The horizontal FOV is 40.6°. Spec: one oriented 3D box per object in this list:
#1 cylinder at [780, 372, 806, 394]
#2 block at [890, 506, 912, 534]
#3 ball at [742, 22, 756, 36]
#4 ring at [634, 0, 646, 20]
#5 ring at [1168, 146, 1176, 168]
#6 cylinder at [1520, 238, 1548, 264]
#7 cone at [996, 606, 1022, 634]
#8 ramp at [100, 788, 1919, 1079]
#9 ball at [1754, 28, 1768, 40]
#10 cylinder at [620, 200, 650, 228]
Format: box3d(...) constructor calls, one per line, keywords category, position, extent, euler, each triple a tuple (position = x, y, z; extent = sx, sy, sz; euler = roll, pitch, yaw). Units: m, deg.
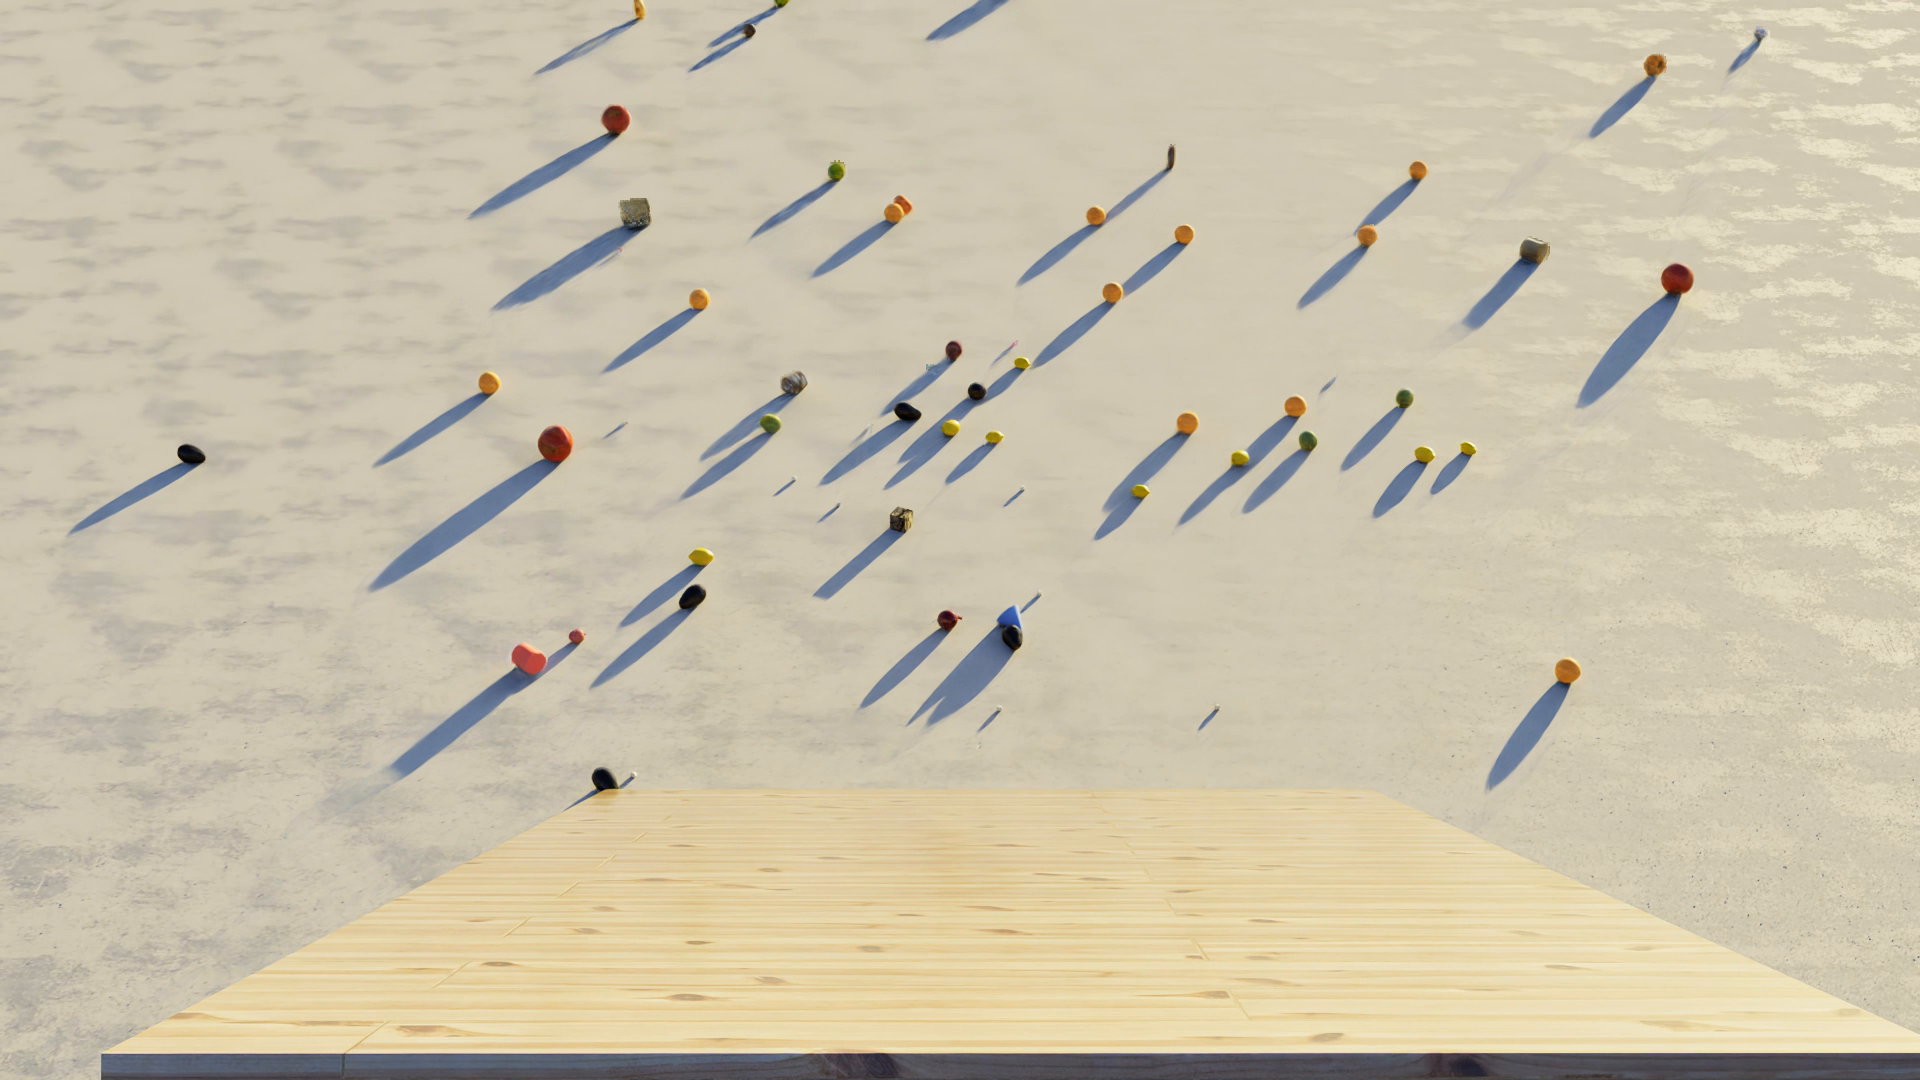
box3d(category="cylinder", position=(-0.552, -0.522, 8.625), extent=(0.062, 0.062, 0.062), euler=(-28, 43, -35))
box3d(category="block", position=(-0.180, -0.062, 7.950), extent=(0.053, 0.053, 0.053), euler=(15, 37, 21))
box3d(category="ball", position=(-0.899, -2.179, 11.089), extent=(0.058, 0.058, 0.058), euler=(0, 34, 0))
box3d(category="ring", position=(-1.389, -2.299, 11.240), extent=(0.029, 0.088, 0.088), euler=(-18, 38, -22))
box3d(category="ring", position=(0.818, -1.477, 10.026), extent=(0.028, 0.084, 0.084), euler=(4, 34, 9))
box3d(category="cylinder", position=(2.077, -1.048, 9.397), extent=(0.072, 0.072, 0.072), euler=(28, 43, 35))
box3d(category="cone", position=(0.160, 0.243, 7.514), extent=(0.078, 0.078, 0.078), euler=(-25, 68, -32))
box3d(category="ramp", position=(0.075, 0.652, 4.791), extent=(2.000, 0.100, 4.000), euler=(0, -1, 0))
box3d(category="ball", position=(3.412, -2.157, 11.061), extent=(0.052, 0.052, 0.052), euler=(0, 34, 0))
box3d(category="cylinder", position=(-1.202, -1.211, 9.619), extent=(0.094, 0.094, 0.094), euler=(-10, 35, -14))
